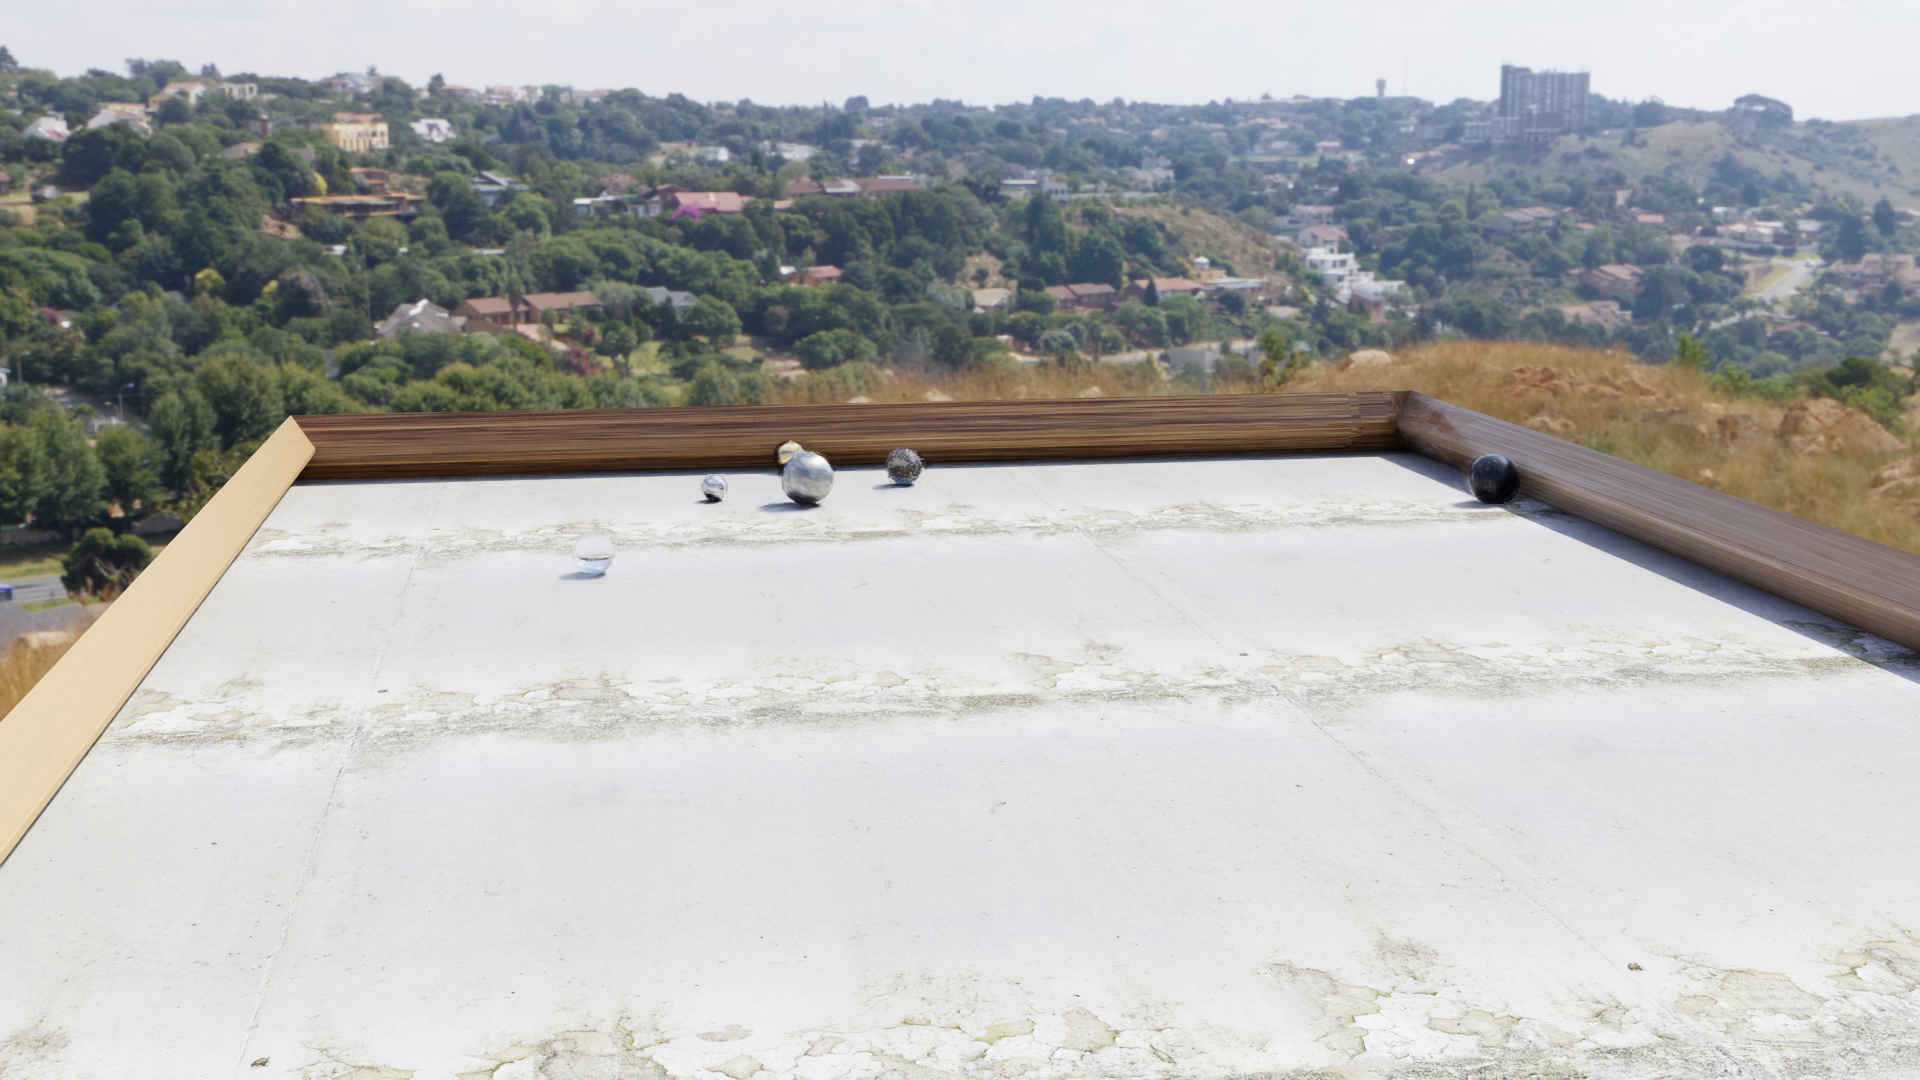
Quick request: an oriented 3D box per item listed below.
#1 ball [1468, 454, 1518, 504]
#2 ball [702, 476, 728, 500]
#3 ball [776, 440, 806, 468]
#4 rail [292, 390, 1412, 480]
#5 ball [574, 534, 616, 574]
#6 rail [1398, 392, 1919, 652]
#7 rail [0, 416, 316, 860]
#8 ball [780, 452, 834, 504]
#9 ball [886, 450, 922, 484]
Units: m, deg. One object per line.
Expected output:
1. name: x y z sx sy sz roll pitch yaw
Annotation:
1. ball: 0.886 -0.102 3.658 0.082 0.082 0.082 0 11 0
2. ball: -0.411 -0.087 3.680 0.042 0.042 0.042 0 11 0
3. ball: -0.305 -0.152 3.980 0.057 0.057 0.057 0 11 0
4. rail: -0.152 -0.193 4.039 2.082 0.114 0.045 -2 11 -10
5. ball: -0.513 0.019 3.090 0.058 0.058 0.058 0 11 0
6. rail: 1.159 0.111 2.459 0.045 0.114 3.665 -2 11 -10
7. rail: -0.846 0.177 2.118 0.045 0.114 3.665 -2 11 -10
8. ball: -0.254 -0.102 3.642 0.088 0.088 0.088 0 11 0
9. ball: -0.097 -0.127 3.841 0.061 0.061 0.061 0 11 0
